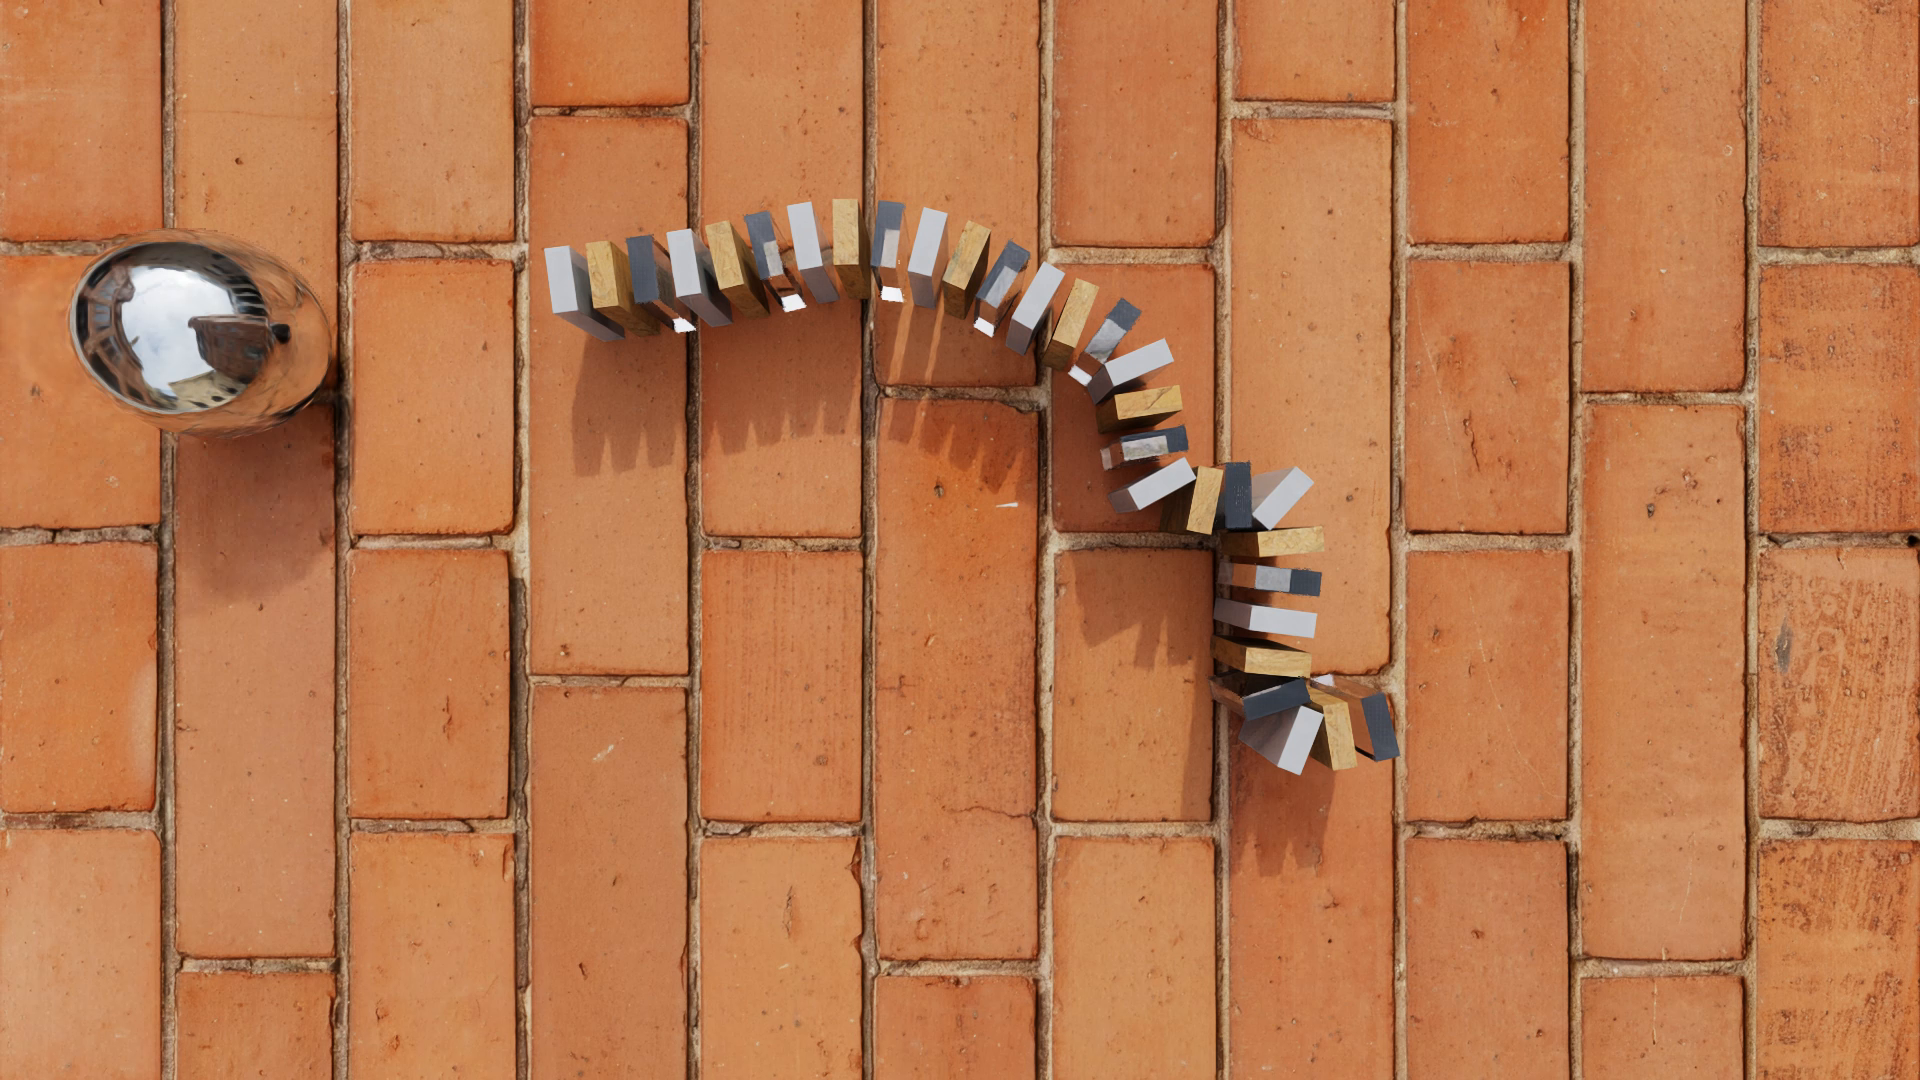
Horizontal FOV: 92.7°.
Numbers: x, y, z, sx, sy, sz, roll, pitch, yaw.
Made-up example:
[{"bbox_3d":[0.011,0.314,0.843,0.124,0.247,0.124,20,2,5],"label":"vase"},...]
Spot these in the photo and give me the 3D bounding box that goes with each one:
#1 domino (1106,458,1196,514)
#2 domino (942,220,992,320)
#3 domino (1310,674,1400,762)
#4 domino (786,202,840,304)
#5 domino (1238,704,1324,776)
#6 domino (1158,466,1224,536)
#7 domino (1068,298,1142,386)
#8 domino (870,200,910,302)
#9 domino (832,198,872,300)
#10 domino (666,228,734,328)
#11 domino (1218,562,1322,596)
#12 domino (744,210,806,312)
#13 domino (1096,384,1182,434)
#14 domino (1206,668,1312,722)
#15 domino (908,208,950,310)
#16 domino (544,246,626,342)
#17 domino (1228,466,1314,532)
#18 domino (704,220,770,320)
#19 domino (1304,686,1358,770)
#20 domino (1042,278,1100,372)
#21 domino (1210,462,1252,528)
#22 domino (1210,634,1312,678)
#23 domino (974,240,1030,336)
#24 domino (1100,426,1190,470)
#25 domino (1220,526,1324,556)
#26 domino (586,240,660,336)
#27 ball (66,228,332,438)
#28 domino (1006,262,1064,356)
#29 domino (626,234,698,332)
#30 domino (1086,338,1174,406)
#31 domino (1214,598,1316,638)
[{"bbox_3d":[0.077,-0.022,0.375,0.025,0.050,0.009,-29,90,0],"label":"domino"},{"bbox_3d":[0.003,-0.109,0.375,0.009,0.050,0.025,24,90,0],"label":"domino"},{"bbox_3d":[0.161,0.072,0.375,0.010,0.050,0.025,-14,90,0],"label":"domino"},{"bbox_3d":[-0.059,-0.116,0.375,0.010,0.050,0.025,-10,90,0],"label":"domino"},{"bbox_3d":[0.130,0.077,0.375,0.010,0.050,0.025,21,90,0],"label":"domino"},{"bbox_3d":[0.094,-0.015,0.375,0.009,0.050,0.025,11,90,0],"label":"domino"},{"bbox_3d":[0.058,-0.080,0.375,0.009,0.050,0.025,36,90,0],"label":"domino"},{"bbox_3d":[-0.028,-0.117,0.375,0.009,0.050,0.025,7,90,0],"label":"domino"},{"bbox_3d":[-0.044,-0.118,0.375,0.010,0.050,0.025,-1,90,0],"label":"domino"},{"bbox_3d":[-0.106,-0.106,0.375,0.009,0.050,0.025,-9,90,0],"label":"domino"},{"bbox_3d":[0.125,0.016,0.375,0.025,0.050,0.010,6,90,0],"label":"domino"},{"bbox_3d":[-0.075,-0.113,0.375,0.010,0.050,0.025,-14,90,0],"label":"domino"},{"bbox_3d":[0.072,-0.053,0.375,0.025,0.050,0.009,-9,90,0],"label":"domino"},{"bbox_3d":[0.121,0.061,0.375,0.025,0.050,0.010,-18,90,0],"label":"domino"},{"bbox_3d":[-0.012,-0.114,0.375,0.010,0.050,0.025,15,90,0],"label":"domino"},{"bbox_3d":[-0.152,-0.100,0.375,0.009,0.050,0.025,-8,90,0],"label":"domino"},{"bbox_3d":[0.124,-0.016,0.375,0.009,0.050,0.025,43,90,0],"label":"domino"},{"bbox_3d":[-0.090,-0.109,0.375,0.009,0.050,0.025,-13,90,0],"label":"domino"},{"bbox_3d":[0.145,0.075,0.375,0.009,0.050,0.025,-9,90,0],"label":"domino"},{"bbox_3d":[0.044,-0.087,0.375,0.009,0.050,0.025,22,90,0],"label":"domino"},{"bbox_3d":[0.107,-0.017,0.375,0.009,0.050,0.025,-1,90,0],"label":"domino"},{"bbox_3d":[0.122,0.047,0.375,0.025,0.050,0.009,5,90,0],"label":"domino"},{"bbox_3d":[0.016,-0.102,0.375,0.009,0.050,0.025,31,90,0],"label":"domino"},{"bbox_3d":[0.074,-0.037,0.375,0.025,0.050,0.010,-10,90,0],"label":"domino"},{"bbox_3d":[0.127,0.001,0.375,0.025,0.050,0.010,-5,90,0],"label":"domino"},{"bbox_3d":[-0.137,-0.102,0.375,0.009,0.050,0.025,-7,90,0],"label":"domino"},{"bbox_3d":[-0.295,-0.080,0.360,0.080,0.080,0.080,0,90,0],"label":"ball"},{"bbox_3d":[0.030,-0.093,0.375,0.009,0.050,0.025,30,90,0],"label":"domino"},{"bbox_3d":[-0.121,-0.104,0.375,0.009,0.050,0.025,-8,90,0],"label":"domino"},{"bbox_3d":[0.069,-0.068,0.375,0.025,0.050,0.009,-23,90,0],"label":"domino"},{"bbox_3d":[0.123,0.031,0.375,0.025,0.050,0.009,7,90,0],"label":"domino"}]
